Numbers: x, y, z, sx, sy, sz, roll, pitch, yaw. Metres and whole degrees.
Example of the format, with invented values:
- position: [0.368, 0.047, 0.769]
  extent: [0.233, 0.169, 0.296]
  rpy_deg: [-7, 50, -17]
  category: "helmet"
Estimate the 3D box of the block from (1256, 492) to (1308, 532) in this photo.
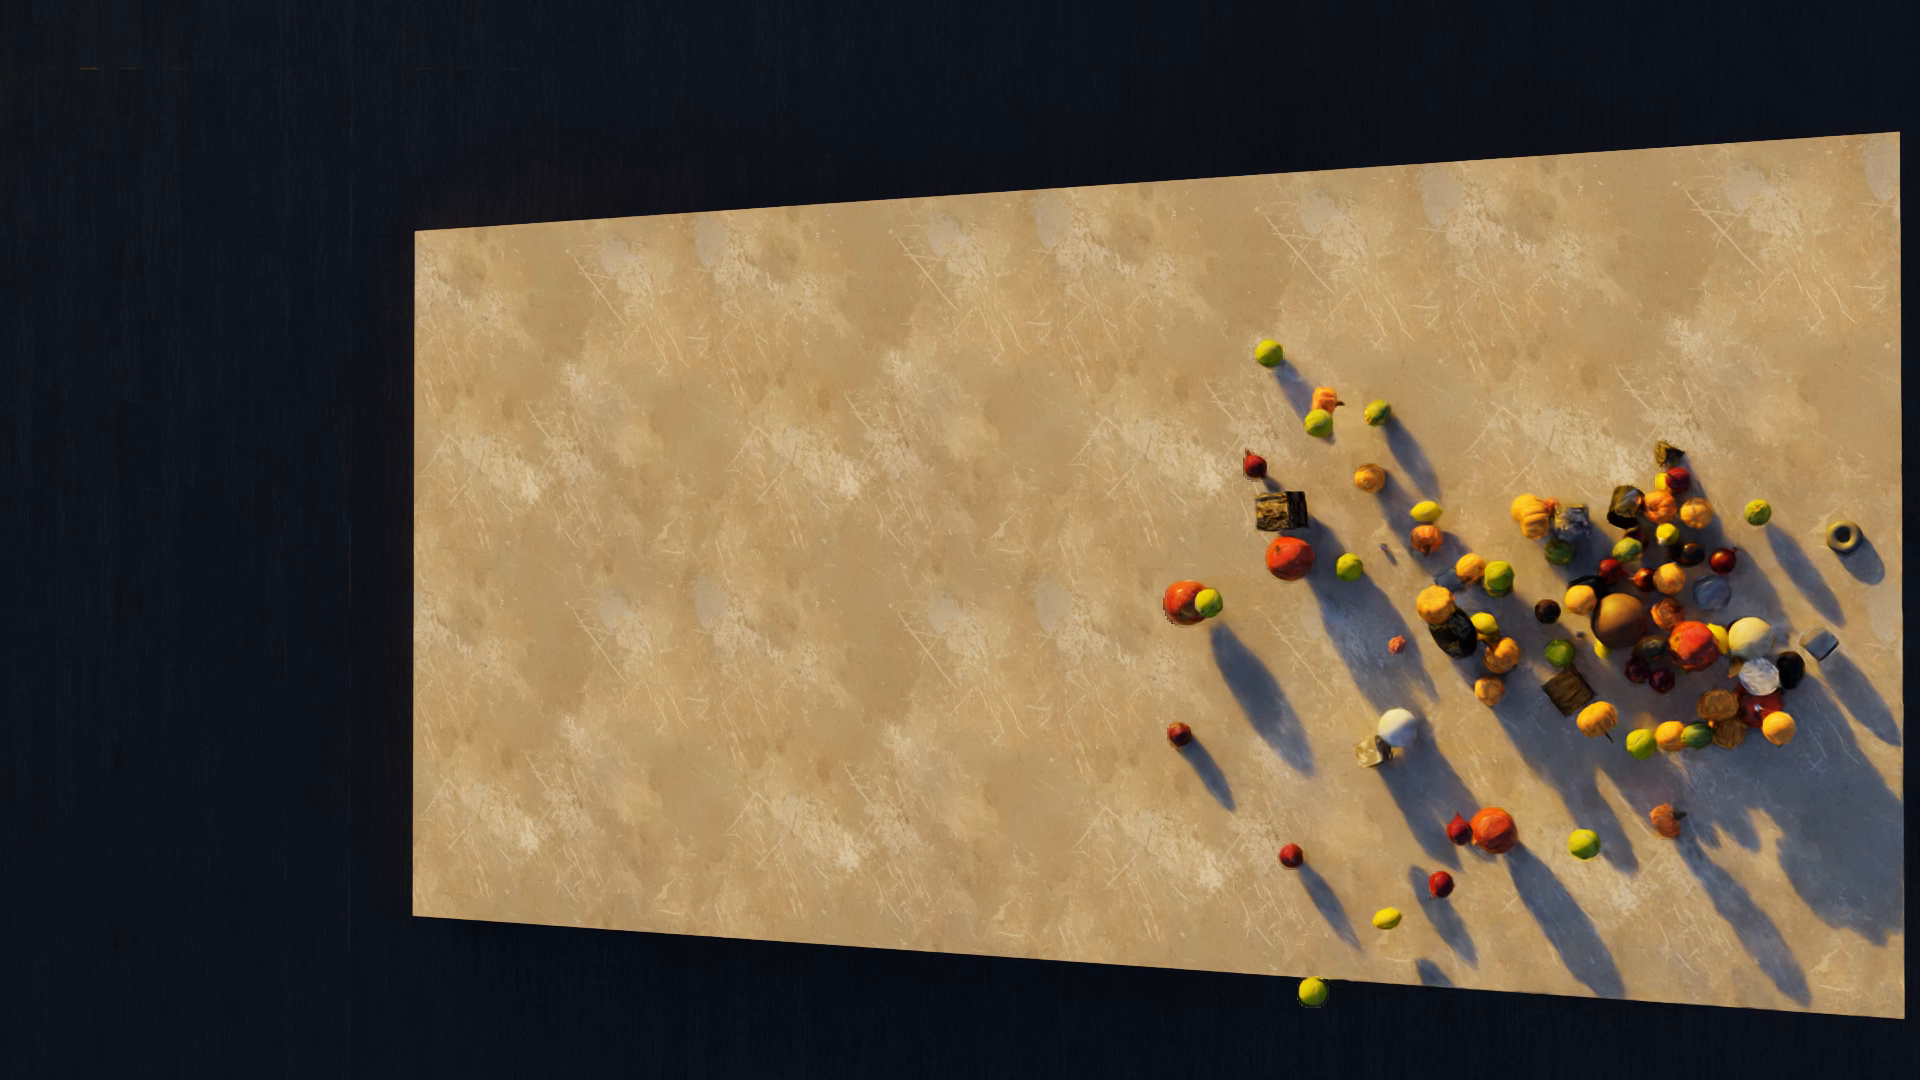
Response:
- position: [0.793, -0.071, 5.425]
  extent: [0.089, 0.089, 0.089]
  rpy_deg: [-7, 87, 40]
  category: "block"

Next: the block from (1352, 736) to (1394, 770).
- position: [1.005, 0.516, 5.349]
  extent: [0.063, 0.063, 0.063]
  rpy_deg: [-28, 73, 37]
  category: "block"

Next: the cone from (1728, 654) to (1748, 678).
- position: [1.793, 0.295, 5.068]
  extent: [0.074, 0.074, 0.074]
  rpy_deg: [35, 130, 0]
  category: "cone"

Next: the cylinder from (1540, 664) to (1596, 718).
- position: [1.433, 0.355, 5.175]
  extent: [0.090, 0.090, 0.090]
  rpy_deg: [-36, 77, 0]
  category: "cylinder"

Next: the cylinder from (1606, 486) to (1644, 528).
- position: [1.554, -0.077, 5.131]
  extent: [0.072, 0.072, 0.072]
  rpy_deg: [25, 62, 0]
  category: "cylinder"

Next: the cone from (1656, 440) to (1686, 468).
- position: [1.664, -0.202, 5.128]
  extent: [0.062, 0.062, 0.062]
  rpy_deg: [-2, 89, -5]
  category: "cone"

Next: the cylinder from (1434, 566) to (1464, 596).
- position: [1.179, 0.099, 5.302]
  extent: [0.054, 0.054, 0.054]
  rpy_deg: [-32, 89, 18]
  category: "cylinder"

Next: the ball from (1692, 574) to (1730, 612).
- position: [1.732, 0.122, 5.067]
  extent: [0.085, 0.085, 0.085]
  rpy_deg: [0, 89, 0]
  category: "ball"

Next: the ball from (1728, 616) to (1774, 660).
- position: [1.790, 0.224, 4.976]
  extent: [0.100, 0.100, 0.100]
  rpy_deg: [0, 89, 0]
  category: "ball"

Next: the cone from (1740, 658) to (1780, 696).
- position: [1.822, 0.301, 4.986]
  extent: [0.087, 0.087, 0.087]
  rpy_deg: [7, 103, 31]
  category: "cone"

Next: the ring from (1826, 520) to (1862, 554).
- position: [2.007, -0.007, 4.992]
  extent: [0.078, 0.026, 0.078]
  rpy_deg: [-1, 89, 23]
  category: "ring"

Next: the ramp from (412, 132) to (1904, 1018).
- position: [0.282, 0.087, 5.739]
  extent: [4.000, 0.100, 2.000]
  rpy_deg: [0, 89, 22]
  category: "ramp"

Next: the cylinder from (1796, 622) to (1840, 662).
- position: [1.946, 0.230, 4.988]
  extent: [0.066, 0.066, 0.066]
  rpy_deg: [-45, 79, -1]
  category: "cylinder"

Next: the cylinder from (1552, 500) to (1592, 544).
- position: [1.441, -0.042, 5.182]
  extent: [0.078, 0.078, 0.078]
  rpy_deg: [6, 110, 0]
  category: "cylinder"

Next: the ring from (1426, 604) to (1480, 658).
- position: [1.180, 0.217, 5.266]
  extent: [0.049, 0.147, 0.147]
  rpy_deg: [-34, 89, -27]
  category: "ring"

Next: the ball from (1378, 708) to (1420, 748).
- position: [1.062, 0.456, 5.321]
  extent: [0.096, 0.096, 0.096]
  rpy_deg: [0, 89, 0]
  category: "ball"
